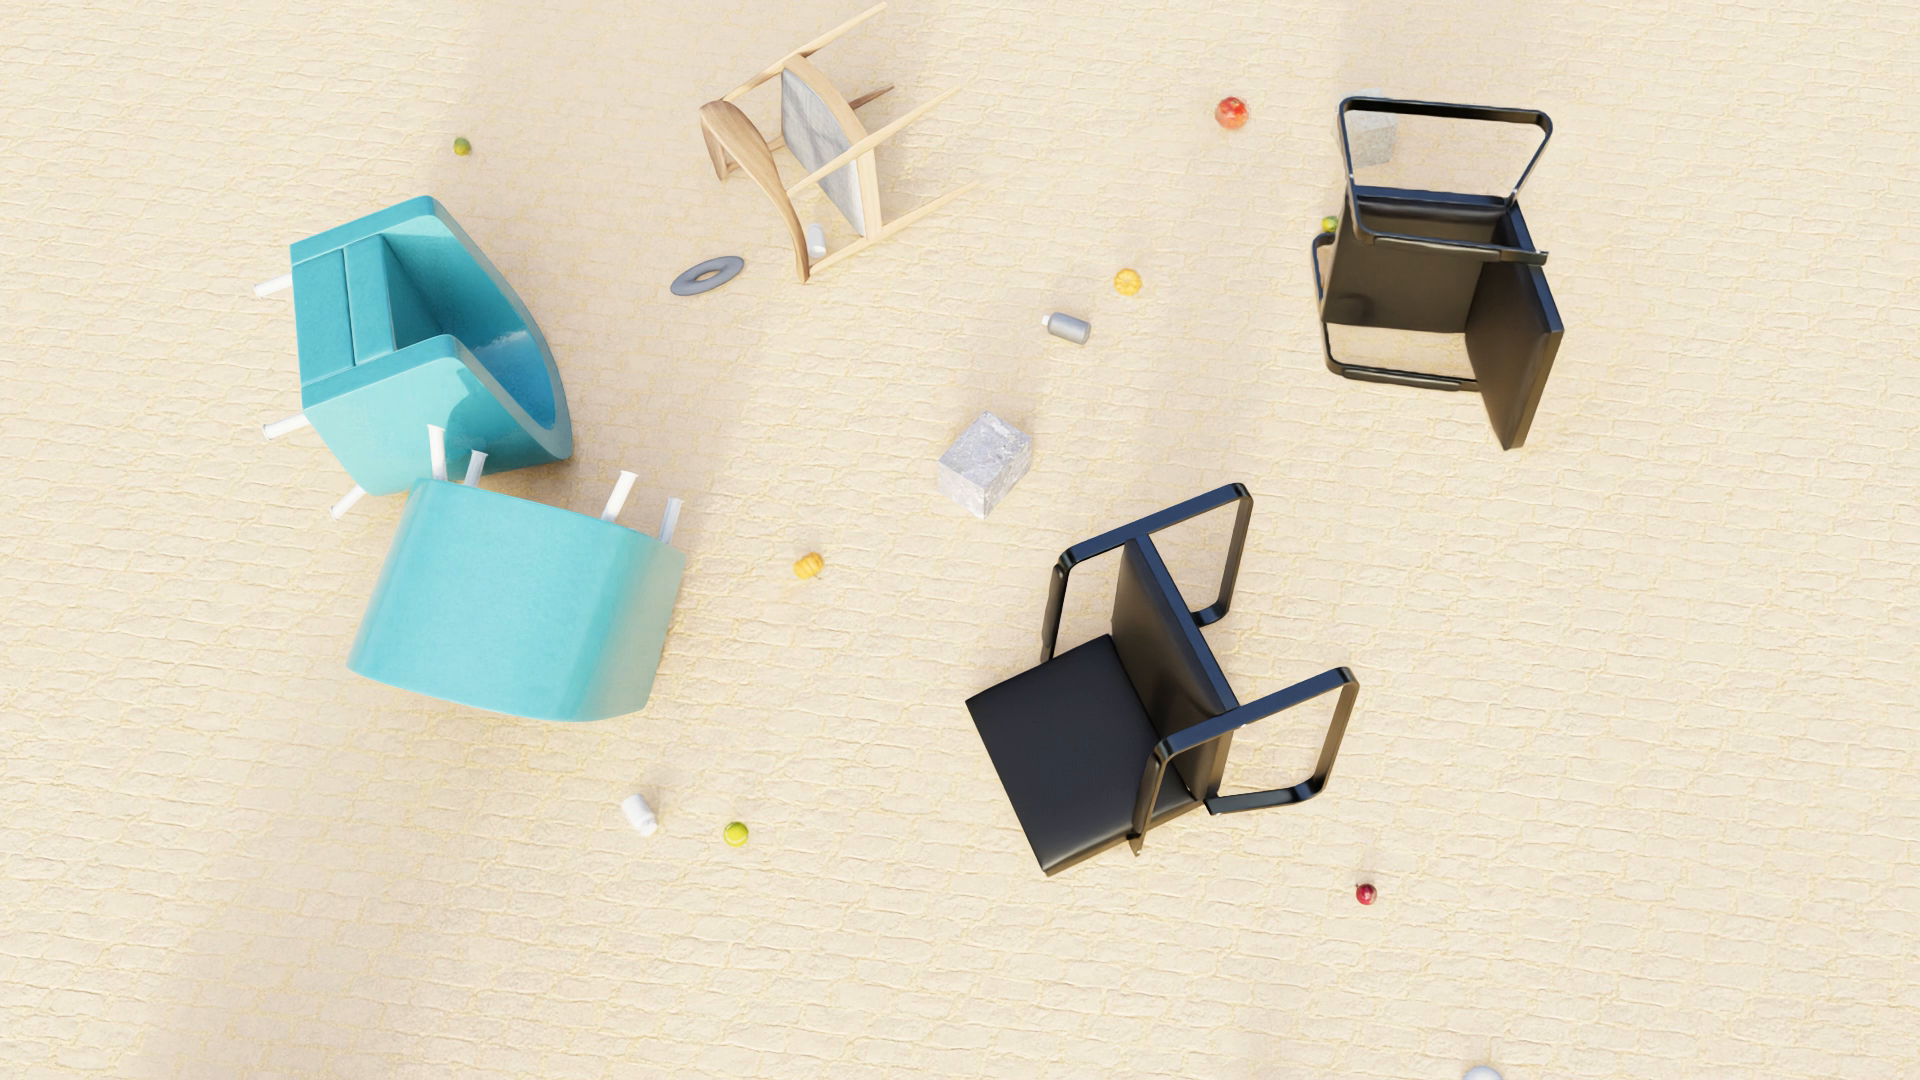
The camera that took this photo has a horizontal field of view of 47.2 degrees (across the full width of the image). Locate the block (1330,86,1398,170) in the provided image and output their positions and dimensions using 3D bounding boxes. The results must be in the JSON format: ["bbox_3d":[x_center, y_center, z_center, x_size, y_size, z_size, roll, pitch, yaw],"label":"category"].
[{"bbox_3d":[1.357,-1.383,7.393,0.146,0.181,0.180,-12,57,-8],"label":"block"}]

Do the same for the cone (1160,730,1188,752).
[{"bbox_3d":[0.607,0.550,6.187,0.080,0.067,0.063,17,29,4],"label":"cone"}]

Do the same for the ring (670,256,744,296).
[{"bbox_3d":[-0.818,-0.856,7.125,0.264,0.039,0.108,-26,59,-16],"label":"ring"}]

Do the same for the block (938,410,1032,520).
[{"bbox_3d":[0.074,-0.226,6.629,0.173,0.161,0.239,32,62,20],"label":"block"}]

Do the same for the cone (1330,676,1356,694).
[{"bbox_3d":[1.095,0.403,6.268,0.074,0.060,0.042,15,57,10],"label":"cone"}]

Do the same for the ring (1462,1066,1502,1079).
[{"bbox_3d":[1.336,1.413,5.610,0.120,0.028,0.149,9,56,7],"label":"ring"}]
